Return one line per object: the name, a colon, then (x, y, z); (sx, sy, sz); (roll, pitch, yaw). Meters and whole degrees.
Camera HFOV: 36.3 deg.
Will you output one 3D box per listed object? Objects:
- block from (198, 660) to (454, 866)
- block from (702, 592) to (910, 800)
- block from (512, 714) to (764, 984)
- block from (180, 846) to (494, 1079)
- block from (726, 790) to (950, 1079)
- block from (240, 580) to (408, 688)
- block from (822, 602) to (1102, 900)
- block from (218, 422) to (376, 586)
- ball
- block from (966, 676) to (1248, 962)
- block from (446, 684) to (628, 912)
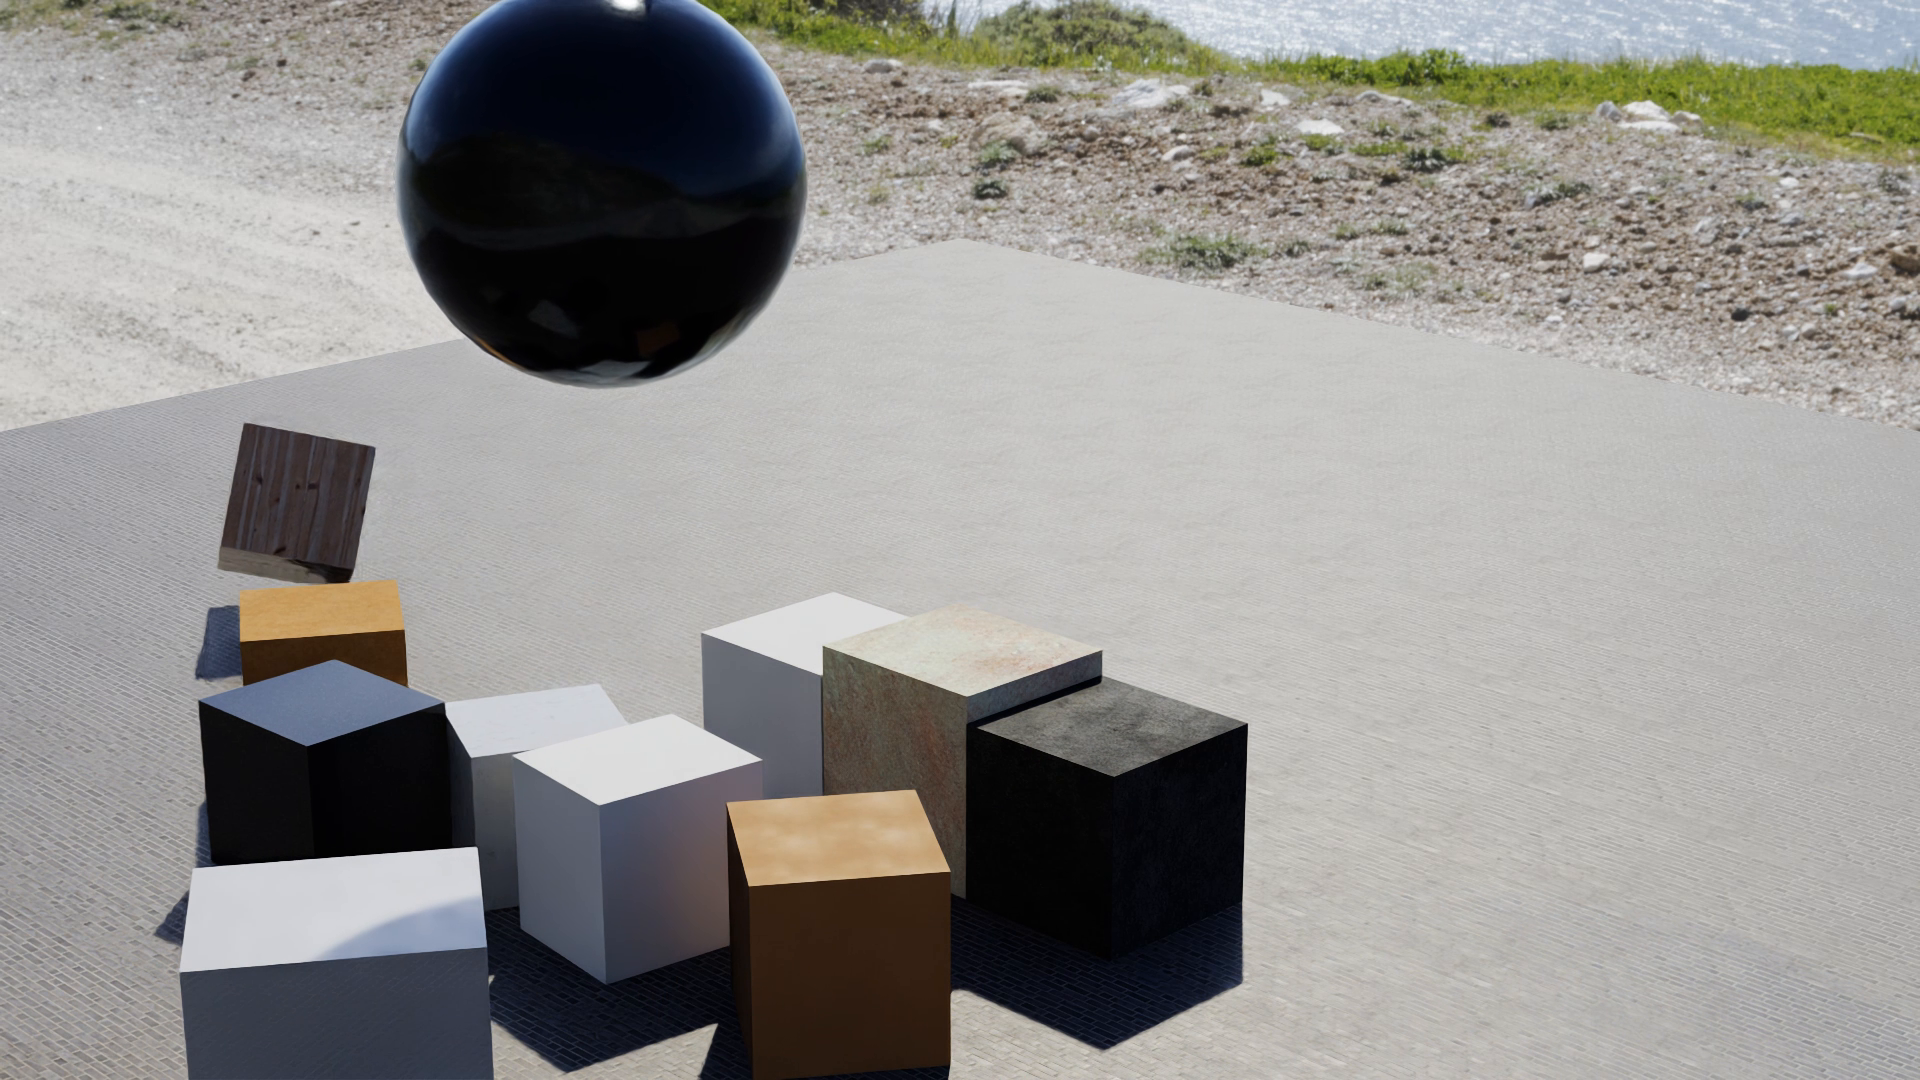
block: (-2.907, 1.114, 13.468); (0.845, 0.799, 0.751); (16, 23, 41)
block: (-0.642, 0.838, 14.301); (0.870, 0.825, 0.856); (-17, 24, -42)
block: (-1.392, 1.328, 12.757); (0.819, 0.818, 0.713); (-13, 22, -36)
block: (-2.304, 1.813, 10.961); (1.069, 0.967, 0.914); (-3, 18, -11)
block: (-0.501, 1.588, 11.893); (0.789, 0.839, 0.851); (-3, 18, -10)
block: (-3.151, 0.744, 14.576); (0.775, 0.840, 0.793); (-4, 18, -13)
block: (0.010, 0.960, 13.663); (0.878, 0.975, 0.950); (-16, 24, -42)
block: (-3.850, -0.181, 16.999); (0.748, 0.725, 0.770); (11, -13, -13)
ball: (-1.395, -1.388, 11.443); (1.600, 1.600, 1.600); (0, 17, 0)
block: (0.649, 1.217, 13.050); (0.875, 0.854, 0.883); (17, 24, 42)
block: (-1.918, 1.166, 13.405); (0.749, 0.738, 0.717); (-6, 19, -20)
